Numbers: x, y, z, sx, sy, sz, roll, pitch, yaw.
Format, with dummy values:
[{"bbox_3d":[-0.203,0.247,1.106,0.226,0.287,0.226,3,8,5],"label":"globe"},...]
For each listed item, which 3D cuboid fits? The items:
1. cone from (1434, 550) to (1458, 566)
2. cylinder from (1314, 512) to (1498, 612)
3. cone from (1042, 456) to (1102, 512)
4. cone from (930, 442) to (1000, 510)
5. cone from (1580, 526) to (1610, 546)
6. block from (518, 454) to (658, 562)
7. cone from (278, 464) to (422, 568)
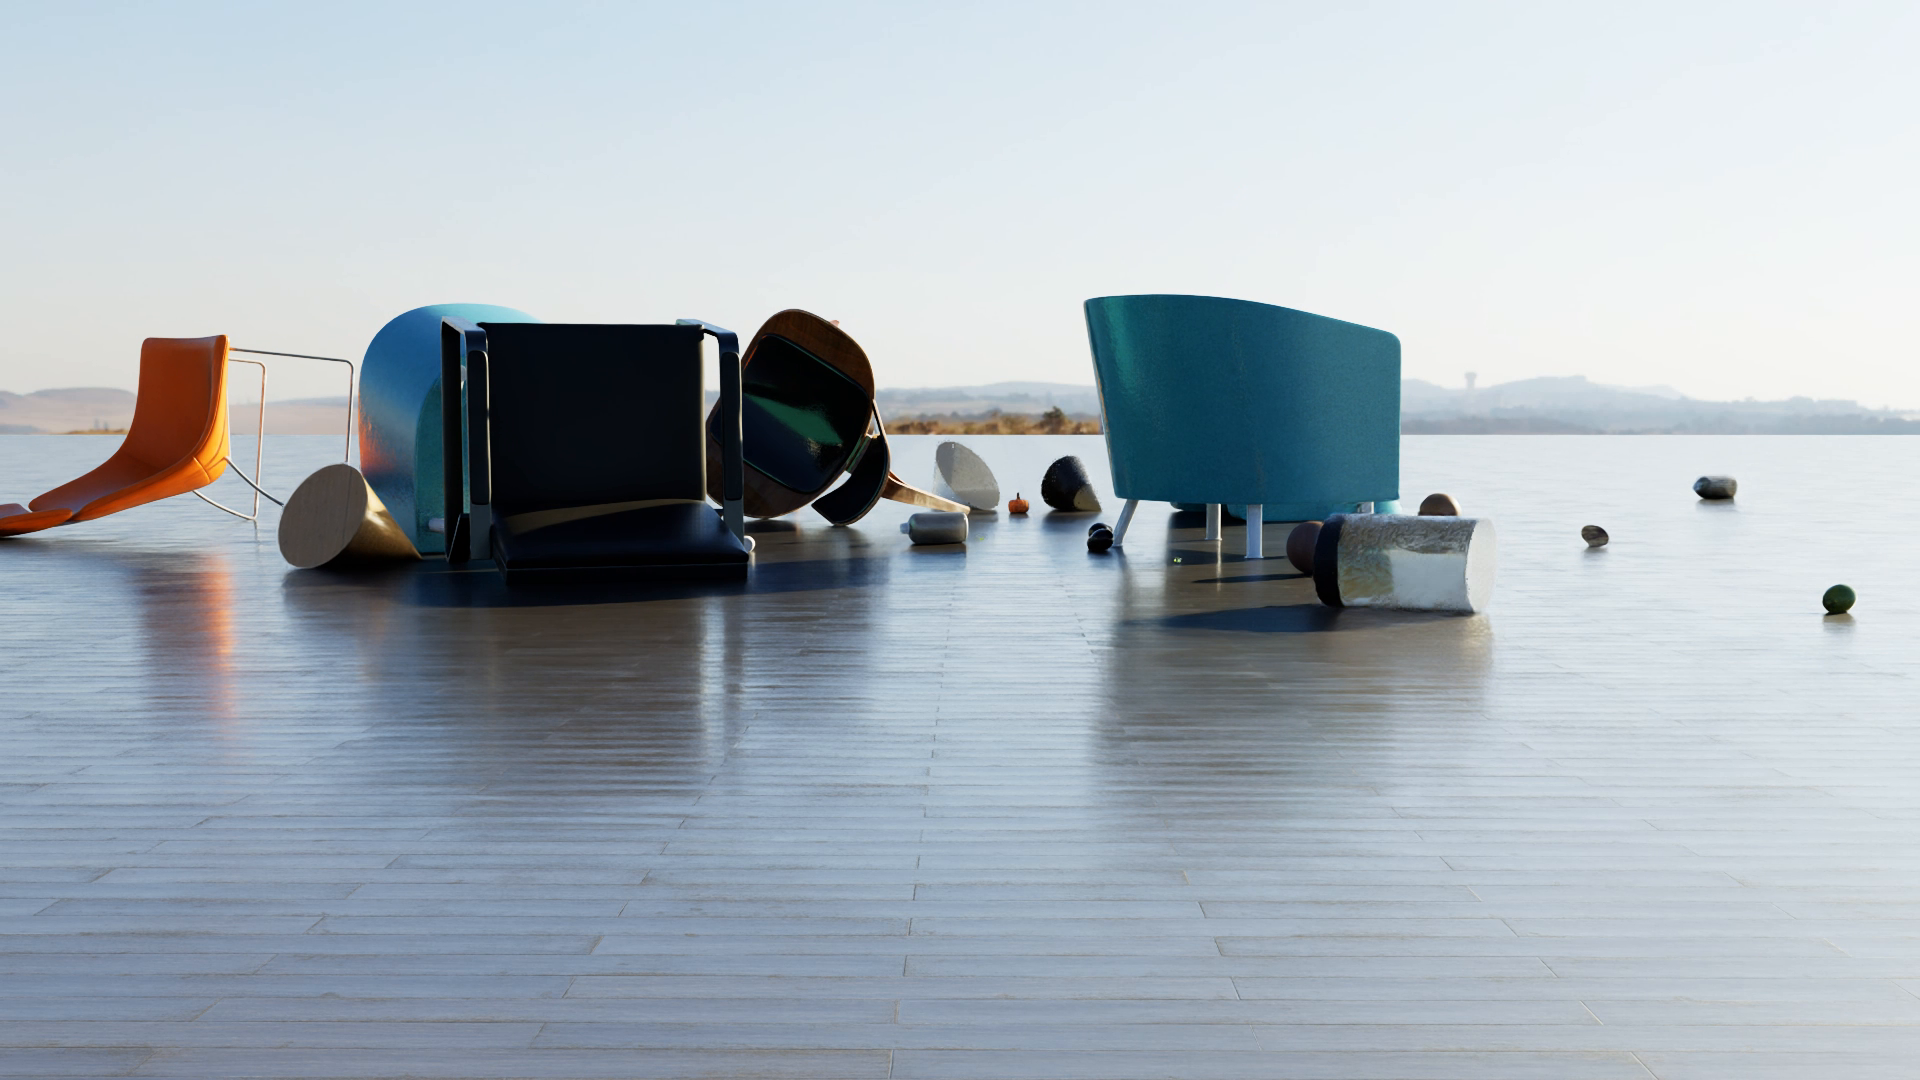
[{"bbox_3d":[1.231,0.054,5.597,0.062,0.047,0.063,-2,-16,0],"label":"cone"},{"bbox_3d":[0.914,0.045,4.498,0.308,0.191,0.289,2,9,25],"label":"cylinder"},{"bbox_3d":[0.457,-0.160,8.148,0.231,0.211,0.242,40,-7,41],"label":"cone"},{"bbox_3d":[-0.042,-0.183,8.287,0.234,0.312,0.267,-39,10,38],"label":"cone"},{"bbox_3d":[1.813,0.001,6.307,0.084,0.076,0.047,6,-36,-6],"label":"cone"},{"bbox_3d":[-0.988,-0.090,5.873,0.343,0.272,0.256,0,4,-5],"label":"block"},{"bbox_3d":[-1.510,-0.005,5.666,0.320,0.276,0.348,-14,-26,30],"label":"cone"}]
